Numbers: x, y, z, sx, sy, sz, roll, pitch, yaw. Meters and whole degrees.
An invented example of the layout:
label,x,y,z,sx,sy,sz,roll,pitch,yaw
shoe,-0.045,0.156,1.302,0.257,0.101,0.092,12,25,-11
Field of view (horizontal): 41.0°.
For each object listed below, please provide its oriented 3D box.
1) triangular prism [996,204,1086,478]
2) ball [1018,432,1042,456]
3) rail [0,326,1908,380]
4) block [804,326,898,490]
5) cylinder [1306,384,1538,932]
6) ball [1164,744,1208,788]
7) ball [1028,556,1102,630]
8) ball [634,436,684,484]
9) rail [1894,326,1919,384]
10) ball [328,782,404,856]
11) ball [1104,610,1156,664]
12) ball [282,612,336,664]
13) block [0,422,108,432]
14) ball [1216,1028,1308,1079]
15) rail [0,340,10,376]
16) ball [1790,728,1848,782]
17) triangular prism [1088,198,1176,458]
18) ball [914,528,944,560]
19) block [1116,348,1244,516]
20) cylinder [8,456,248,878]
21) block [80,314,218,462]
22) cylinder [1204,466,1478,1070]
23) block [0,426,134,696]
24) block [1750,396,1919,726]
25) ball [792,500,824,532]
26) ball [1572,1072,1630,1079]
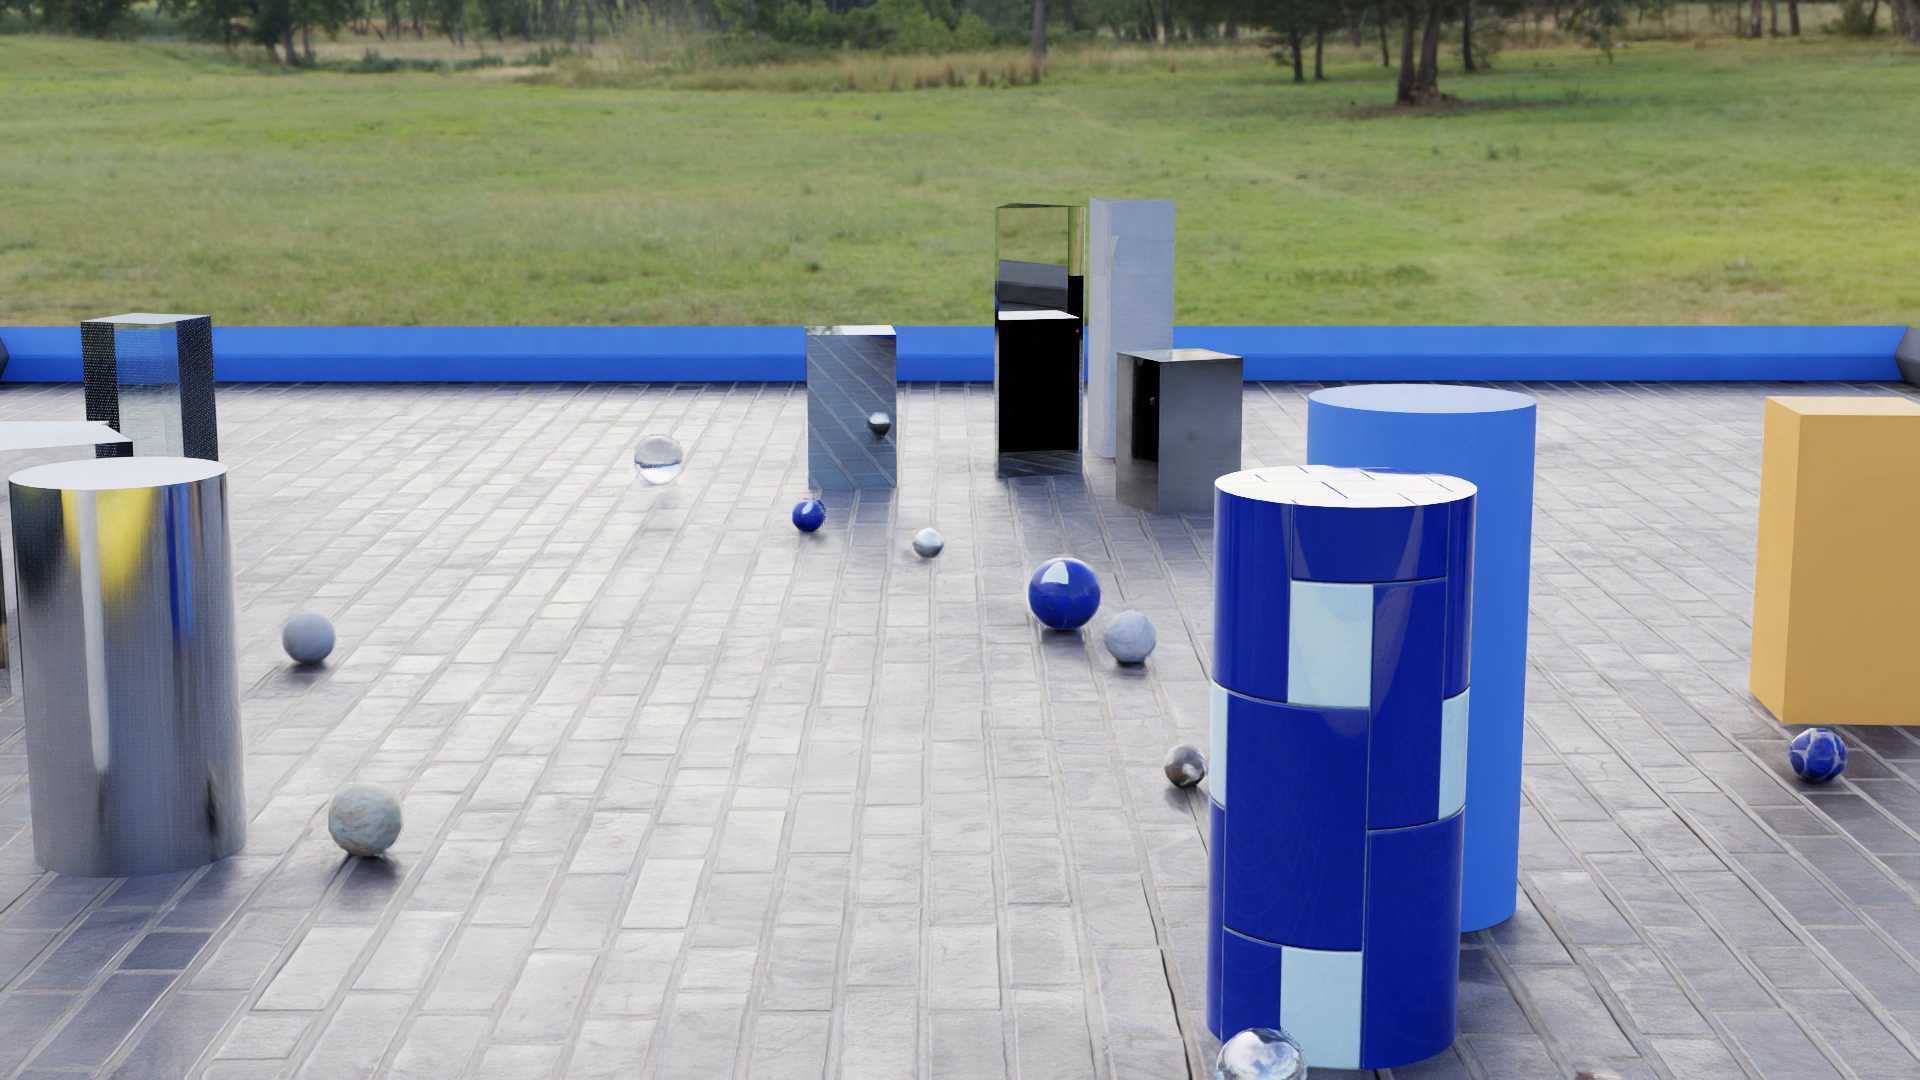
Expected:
label,x,y,z,sx,sy,sz,roll,pitch,yaw
triangular prism,0.120,-0.362,4.611,0.166,0.476,0.144,-4,11,-18
ball,0.132,-0.180,4.812,0.045,0.045,0.045,0,11,0
rail,-0.014,-0.428,5.923,4.427,0.125,0.045,0,11,0
block,-0.192,-0.235,4.500,0.154,0.267,0.154,-1,11,-5
cylinder,0.393,0.098,2.225,0.192,0.445,0.192,0,11,0
ball,0.229,0.230,2.610,0.045,0.045,0.045,0,11,0
ball,0.136,0.069,3.332,0.096,0.096,0.096,0,11,0
ball,-0.527,-0.140,4.487,0.085,0.085,0.085,0,11,0
rail,2.190,0.030,3.462,0.045,0.125,5.080,0,11,0
ball,-0.553,0.259,2.385,0.069,0.069,0.069,0,11,0
ball,0.210,0.119,3.152,0.064,0.064,0.064,0,11,0
ball,-0.799,0.120,3.149,0.064,0.064,0.064,0,11,0
block,-1.231,-0.025,3.426,0.154,0.248,0.154,0,11,-1
ball,0.210,0.373,1.790,0.064,0.064,0.064,0,11,0
rail,-2.190,0.034,3.437,0.045,0.125,5.080,0,11,0
ball,0.879,0.221,2.628,0.056,0.056,0.056,0,11,0
triangular prism,0.294,-0.406,4.857,0.166,0.474,0.144,-8,13,-37
ball,-0.047,0.005,3.814,0.046,0.046,0.046,0,11,0
block,0.363,-0.182,4.262,0.154,0.251,0.154,-4,11,-23
cylinder,-0.770,0.113,2.384,0.192,0.356,0.192,0,11,0
block,-1.393,-0.234,4.418,0.154,0.296,0.154,3,11,17
cylinder,0.285,0.165,1.935,0.192,0.419,0.192,0,11,0
block,-1.075,0.021,3.064,0.154,0.290,0.154,-6,12,-29
block,1.000,0.021,2.905,0.154,0.348,0.154,1,11,3
ball,-0.239,-0.038,4.031,0.052,0.052,0.052,0,11,0
ball,0.422,0.387,1.682,0.075,0.075,0.075,0,11,0
